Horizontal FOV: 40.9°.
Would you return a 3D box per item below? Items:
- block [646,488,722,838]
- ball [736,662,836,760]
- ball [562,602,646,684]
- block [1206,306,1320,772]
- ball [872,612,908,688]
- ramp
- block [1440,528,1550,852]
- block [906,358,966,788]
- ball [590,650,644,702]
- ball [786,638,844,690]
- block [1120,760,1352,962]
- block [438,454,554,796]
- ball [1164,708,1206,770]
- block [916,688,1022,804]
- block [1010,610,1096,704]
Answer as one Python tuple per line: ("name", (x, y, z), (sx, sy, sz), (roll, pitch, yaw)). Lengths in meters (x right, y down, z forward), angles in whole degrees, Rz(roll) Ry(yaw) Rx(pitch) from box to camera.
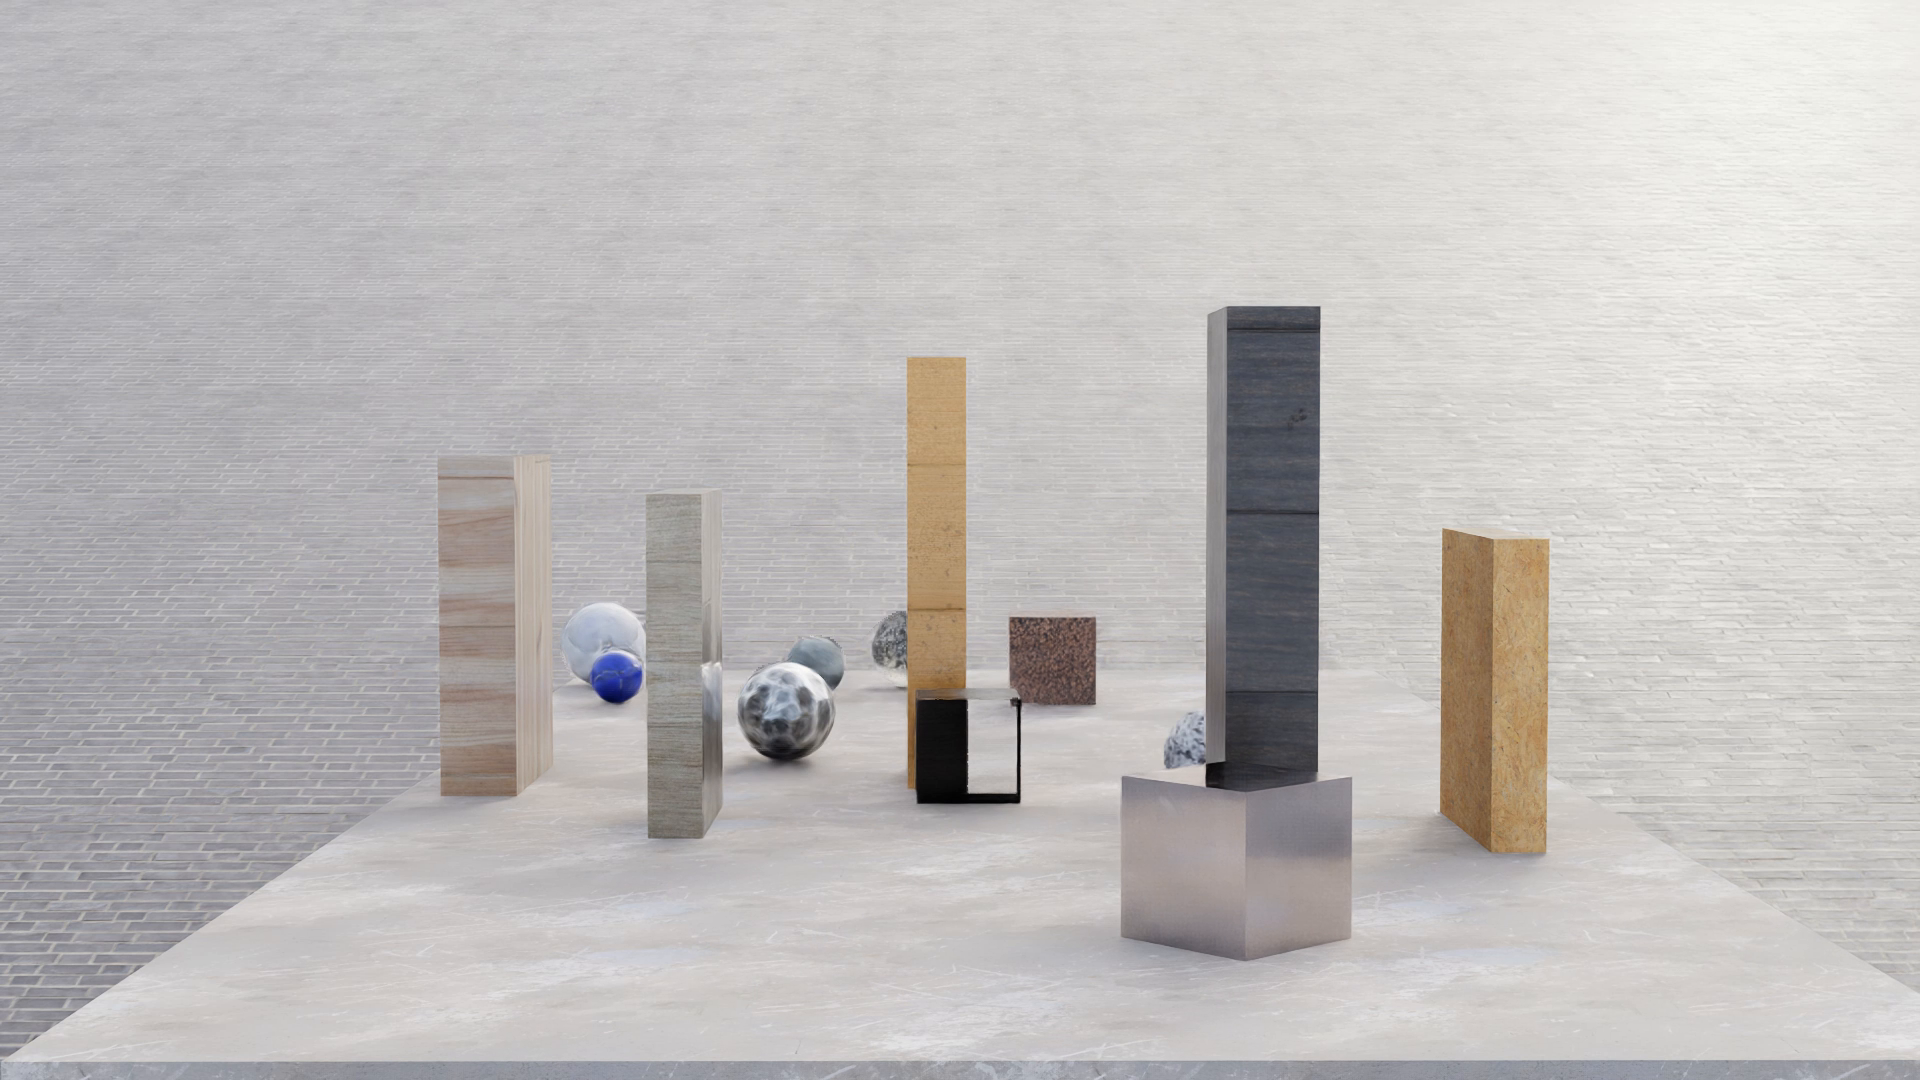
("block", (-0.431, 0.184, 4.048), (0.084, 0.521, 0.334), (0, 3, 0))
("ball", (-0.324, 0.319, 4.793), (0.183, 0.183, 0.183), (0, 23, 0))
("ball", (-0.852, 0.249, 6.156), (0.201, 0.201, 0.201), (0, 23, 0))
("block", (0.432, 0.066, 3.696), (0.129, 0.788, 0.282), (0, 3, 0))
("ball", (-0.118, 0.260, 6.111), (0.181, 0.181, 0.181), (0, 23, 0))
("ramp", (0.052, 0.472, 4.536), (2.000, 0.100, 4.000), (0, 3, 0))
("block", (0.817, 0.219, 3.950), (0.081, 0.459, 0.397), (0, 3, 0))
("block", (-0.040, 0.052, 4.527), (0.101, 0.740, 0.242), (0, 3, 0))
("ball", (-0.771, 0.307, 5.784), (0.119, 0.119, 0.119), (0, 23, 0))
("ball", (-0.333, 0.292, 5.934), (0.135, 0.135, 0.135), (0, 23, 0))
("block", (0.337, 0.386, 3.138), (0.199, 0.199, 0.199), (-2, 4, -43))
("block", (-0.812, 0.138, 4.522), (0.128, 0.571, 0.393), (0, 3, 0))
("ball", (0.416, 0.355, 4.243), (0.160, 0.160, 0.160), (0, 23, 0))
("block", (0.012, 0.345, 4.332), (0.172, 0.172, 0.172), (0, 3, -2))
("block", (0.213, 0.265, 5.855), (0.194, 0.194, 0.194), (0, 3, 3))
